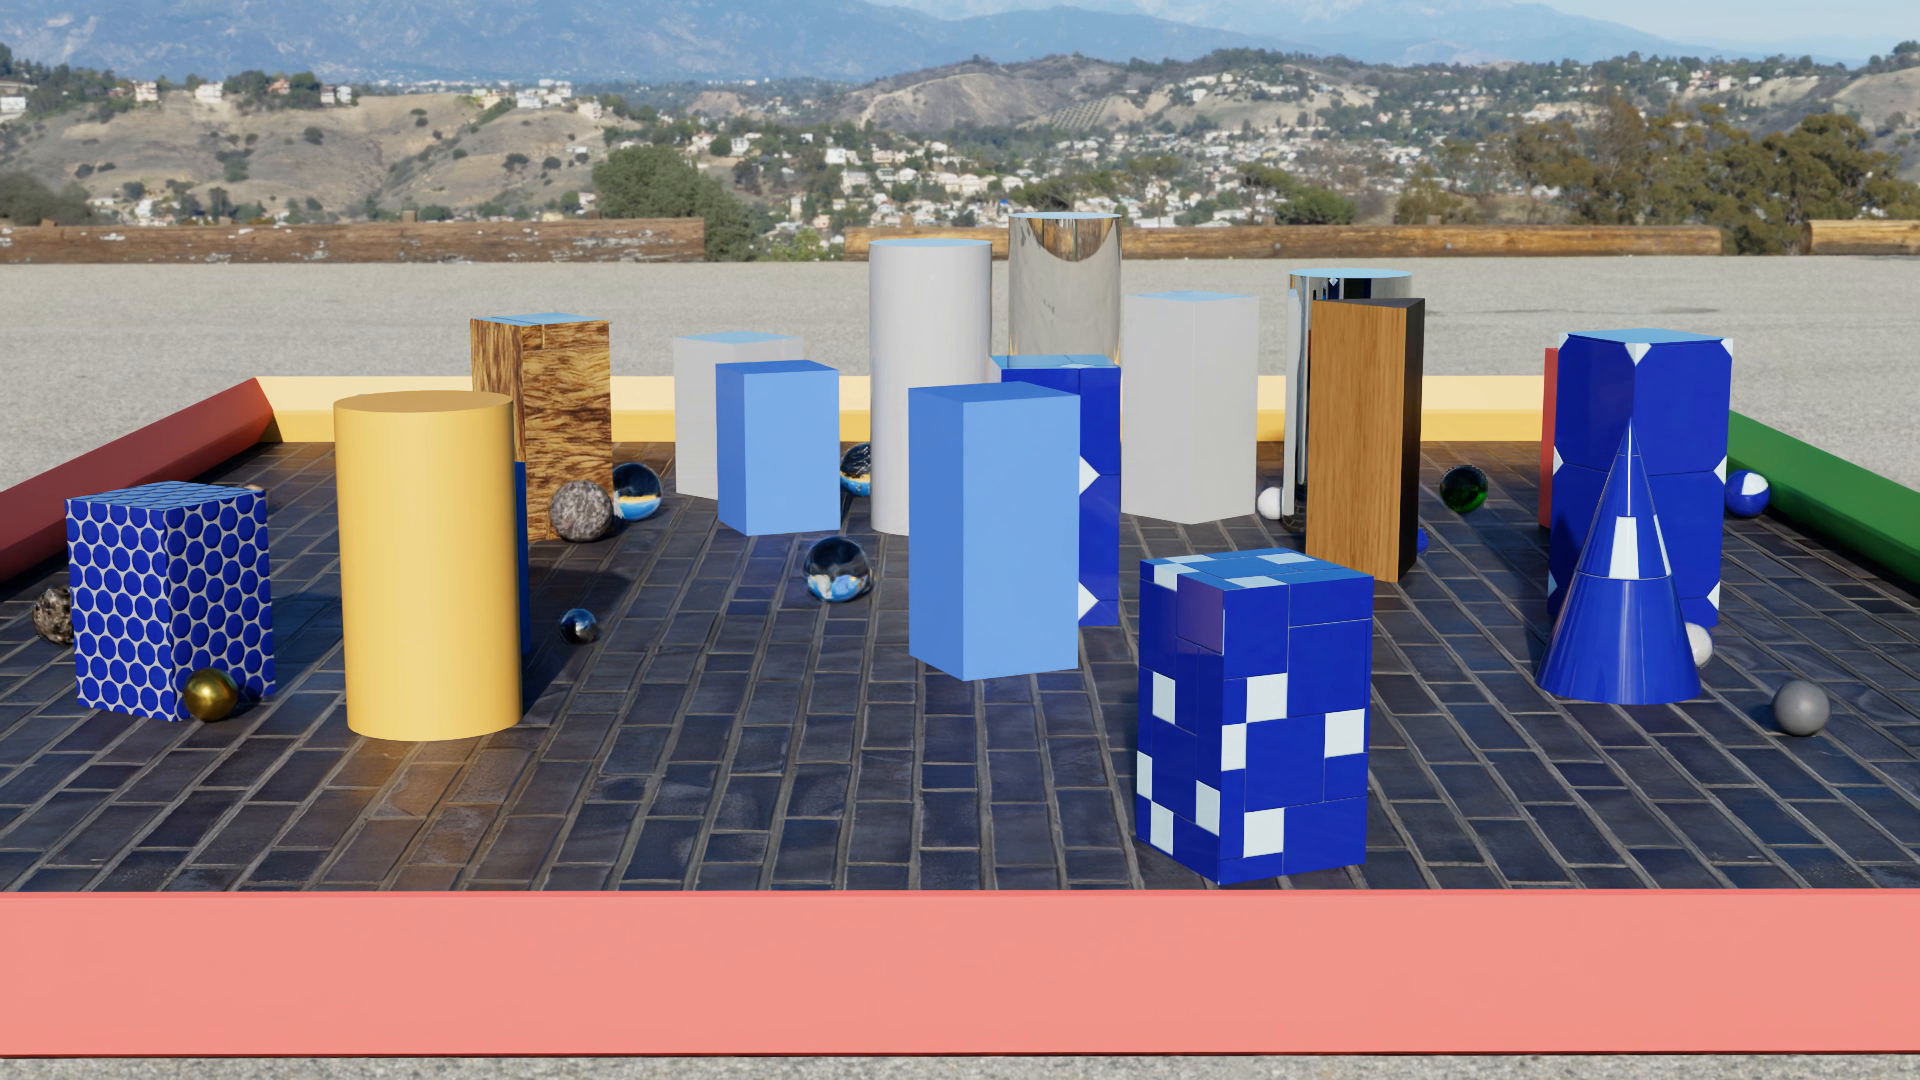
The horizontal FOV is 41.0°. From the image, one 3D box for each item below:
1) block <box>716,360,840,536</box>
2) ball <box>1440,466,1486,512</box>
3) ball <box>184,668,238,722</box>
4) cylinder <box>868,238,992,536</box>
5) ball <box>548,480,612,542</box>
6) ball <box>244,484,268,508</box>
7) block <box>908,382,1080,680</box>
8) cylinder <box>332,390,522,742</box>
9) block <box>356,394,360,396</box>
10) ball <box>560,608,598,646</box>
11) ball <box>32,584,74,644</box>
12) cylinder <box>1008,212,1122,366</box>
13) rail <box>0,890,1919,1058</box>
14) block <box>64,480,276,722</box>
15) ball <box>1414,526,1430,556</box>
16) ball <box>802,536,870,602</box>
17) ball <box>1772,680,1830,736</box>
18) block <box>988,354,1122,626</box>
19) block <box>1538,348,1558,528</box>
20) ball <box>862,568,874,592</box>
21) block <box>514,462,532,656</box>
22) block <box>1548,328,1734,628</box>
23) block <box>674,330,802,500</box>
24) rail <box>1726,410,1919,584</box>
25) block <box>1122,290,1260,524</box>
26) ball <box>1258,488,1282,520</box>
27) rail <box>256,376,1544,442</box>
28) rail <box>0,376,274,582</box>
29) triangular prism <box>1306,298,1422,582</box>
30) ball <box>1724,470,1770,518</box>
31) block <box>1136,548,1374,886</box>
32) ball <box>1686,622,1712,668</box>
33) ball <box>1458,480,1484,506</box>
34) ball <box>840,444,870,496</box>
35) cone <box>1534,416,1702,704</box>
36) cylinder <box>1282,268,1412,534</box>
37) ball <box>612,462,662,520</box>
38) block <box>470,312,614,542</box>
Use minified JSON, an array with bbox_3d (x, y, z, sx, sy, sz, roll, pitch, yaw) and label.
[{"bbox_3d":[-0.290,-0.150,4.085,0.155,0.254,0.155,-4,11,-21],"label":"block"},{"bbox_3d":[0.826,-0.083,4.213,0.076,0.076,0.076,0,11,0],"label":"ball"},{"bbox_3d":[-0.840,0.173,2.878,0.060,0.060,0.060,0,11,0],"label":"ball"},{"bbox_3d":[-0.046,-0.245,4.060,0.194,0.450,0.194,0,11,0],"label":"cylinder"},{"bbox_3d":[-0.583,-0.044,3.948,0.097,0.097,0.097,0,11,0],"label":"ball"},{"bbox_3d":[-1.151,-0.063,4.173,0.052,0.052,0.052,0,11,0],"label":"ball"},{"bbox_3d":[0.040,-0.015,3.138,0.155,0.335,0.155,-5,12,-25],"label":"block"},{"bbox_3d":[-0.591,0.024,2.858,0.194,0.360,0.194,0,11,0],"label":"cylinder"},{"bbox_3d":[-0.784,-0.069,3.639,0.155,0.259,0.155,0,11,-3],"label":"block"},{"bbox_3d":[-0.484,0.110,3.254,0.047,0.047,0.047,0,11,0],"label":"ball"},{"bbox_3d":[-1.137,0.095,3.257,0.076,0.076,0.076,0,11,0],"label":"ball"},{"bbox_3d":[0.179,-0.322,4.416,0.194,0.472,0.194,0,11,0],"label":"cylinder"},{"bbox_3d":[0.009,0.317,1.918,2.724,0.126,0.045,0,11,0],"label":"rail"},{"bbox_3d":[-0.909,0.067,2.958,0.155,0.240,0.155,6,12,29],"label":"block"},{"bbox_3d":[0.678,0.002,3.836,0.046,0.046,0.046,0,11,0],"label":"ball"},{"bbox_3d":[-0.170,0.040,3.510,0.091,0.091,0.091,0,11,0],"label":"ball"},{"bbox_3d":[0.923,0.184,2.815,0.061,0.061,0.061,0,11,0],"label":"ball"},{"bbox_3d":[0.123,-0.068,3.408,0.155,0.340,0.155,-1,11,-5],"label":"block"},{"bbox_3d":[1.016,-0.154,4.030,0.155,0.282,0.155,-2,11,-8],"label":"block"},{"bbox_3d":[-0.144,0.052,3.572,0.046,0.046,0.046,0,11,0],"label":"ball"},{"bbox_3d":[-0.640,0.029,3.160,0.155,0.240,0.155,4,11,22],"label":"block"},{"bbox_3d":[0.891,-0.080,3.370,0.155,0.378,0.155,-5,12,-24],"label":"block"},{"bbox_3d":[-0.378,-0.214,4.392,0.155,0.268,0.155,10,14,43],"label":"block"},{"bbox_3d":[1.338,0.031,3.457,0.045,0.126,3.162,0,11,0],"label":"rail"},{"bbox_3d":[0.375,-0.220,4.183,0.155,0.356,0.155,-9,14,-41],"label":"block"},{"bbox_3d":[0.507,-0.059,4.148,0.053,0.053,0.053,0,11,0],"label":"ball"},{"bbox_3d":[-0.009,-0.252,4.980,2.724,0.126,0.045,0,11,0],"label":"rail"},{"bbox_3d":[-1.338,0.034,3.441,0.045,0.126,3.162,0,11,0],"label":"rail"},{"bbox_3d":[0.618,-0.152,3.724,0.146,0.390,0.168,-9,14,-40],"label":"triangular prism"},{"bbox_3d":[1.274,-0.074,4.163,0.078,0.078,0.078,0,11,0],"label":"ball"},{"bbox_3d":[0.271,0.159,2.381,0.155,0.270,0.155,-5,12,-24],"label":"block"},{"bbox_3d":[0.887,0.129,3.125,0.057,0.057,0.057,0,11,0],"label":"ball"},{"bbox_3d":[0.853,-0.077,4.275,0.043,0.043,0.043,0,11,0],"label":"ball"},{"bbox_3d":[-0.160,-0.119,4.367,0.091,0.091,0.091,0,11,0],"label":"ball"},{"bbox_3d":[0.782,0.013,3.020,0.194,0.323,0.194,0,11,0],"label":"cone"},{"bbox_3d":[0.609,-0.219,4.047,0.194,0.404,0.194,0,11,0],"label":"cylinder"},{"bbox_3d":[-0.528,-0.078,4.137,0.094,0.094,0.094,0,11,0],"label":"ball"},{"bbox_3d":[-0.656,-0.180,4.029,0.155,0.334,0.155,-9,14,-40],"label":"block"}]
